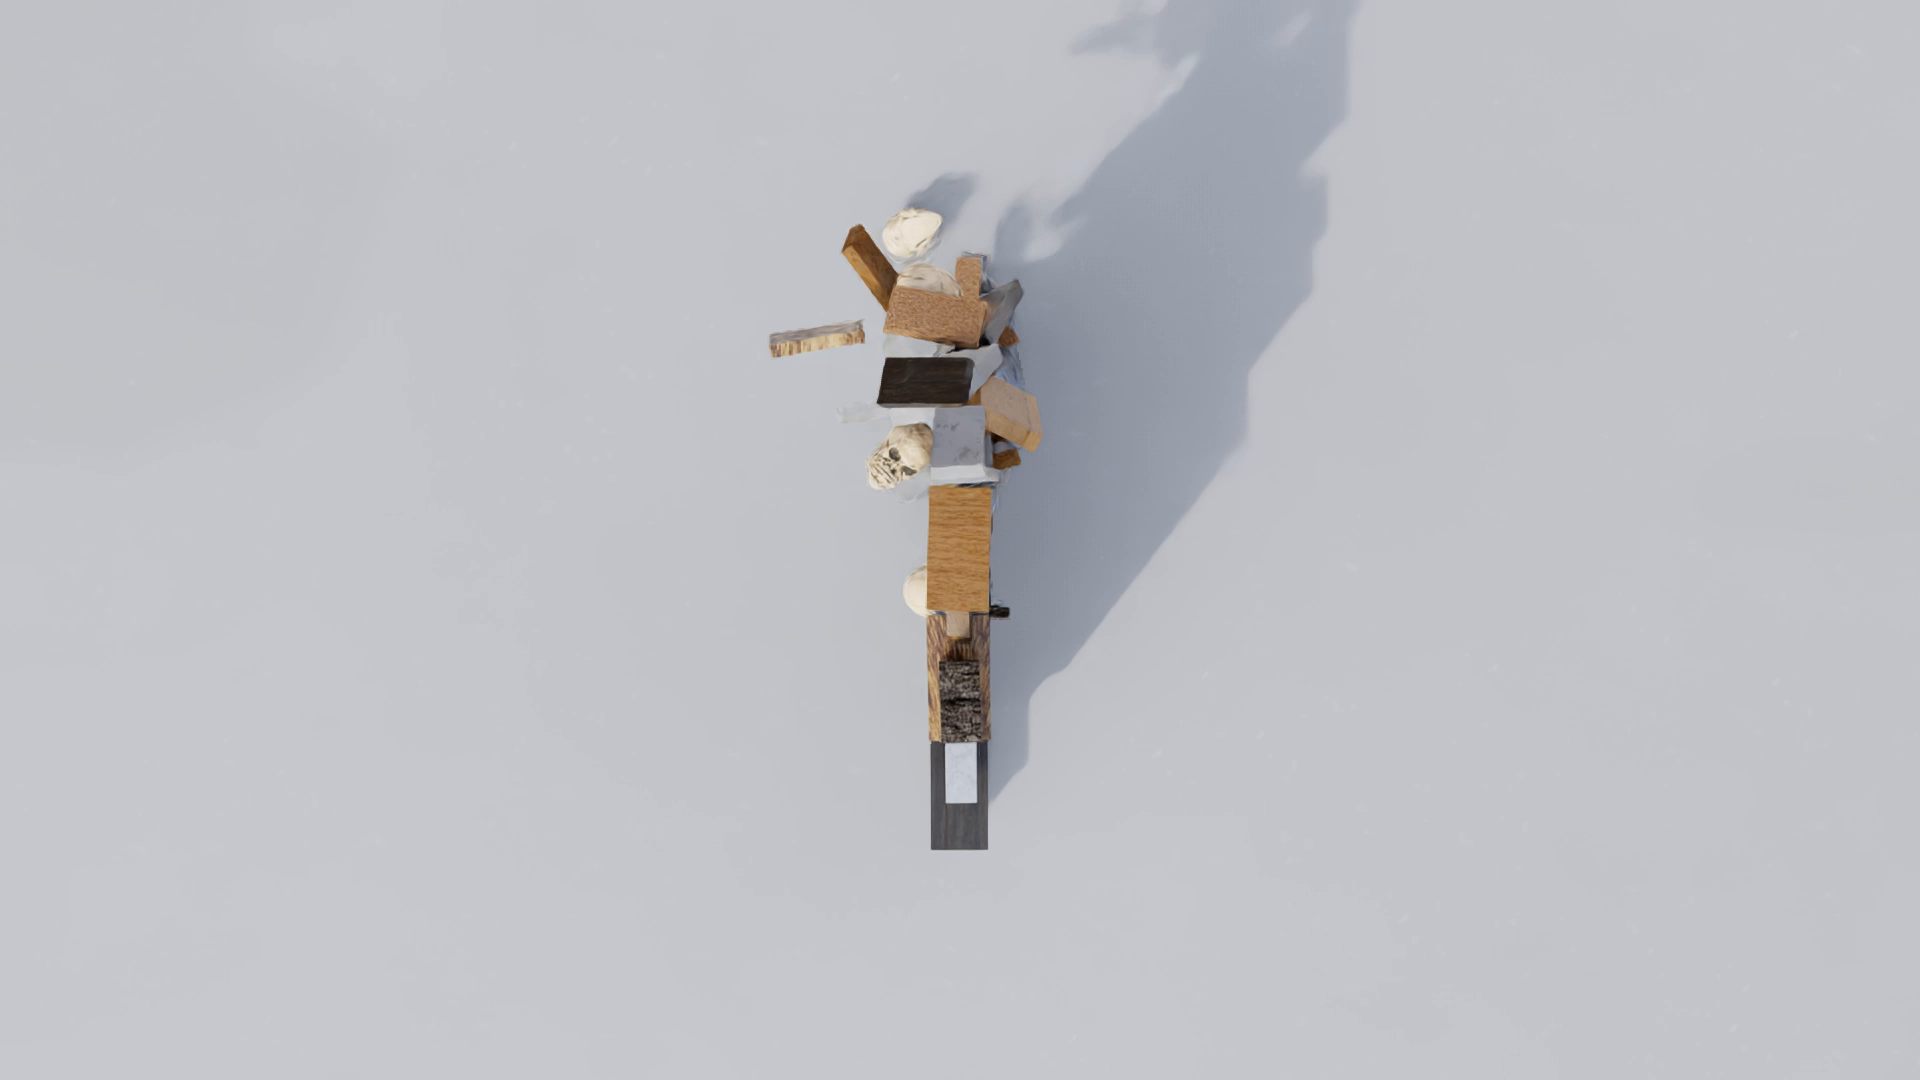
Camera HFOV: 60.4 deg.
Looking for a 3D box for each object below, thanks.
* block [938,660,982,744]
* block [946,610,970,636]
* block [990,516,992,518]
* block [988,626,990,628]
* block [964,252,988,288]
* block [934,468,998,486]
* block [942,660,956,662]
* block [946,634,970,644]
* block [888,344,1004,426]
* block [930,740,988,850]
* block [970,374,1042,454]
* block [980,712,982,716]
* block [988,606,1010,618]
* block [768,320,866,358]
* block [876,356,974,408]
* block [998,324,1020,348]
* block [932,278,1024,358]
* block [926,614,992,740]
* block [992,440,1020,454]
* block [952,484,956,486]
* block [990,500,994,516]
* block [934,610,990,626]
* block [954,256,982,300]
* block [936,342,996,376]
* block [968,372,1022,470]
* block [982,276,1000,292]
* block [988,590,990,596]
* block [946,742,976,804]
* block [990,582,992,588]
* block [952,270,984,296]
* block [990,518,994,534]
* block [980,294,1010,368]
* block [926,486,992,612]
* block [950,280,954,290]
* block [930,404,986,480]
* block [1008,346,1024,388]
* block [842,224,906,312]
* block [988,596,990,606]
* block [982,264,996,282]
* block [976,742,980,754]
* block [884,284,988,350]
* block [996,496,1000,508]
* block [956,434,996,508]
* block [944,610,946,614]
[{"bbox_3d":[0.001,0.389,3.963,0.097,0.028,0.194,-2,90,1],"label":"block"},{"bbox_3d":[-0.004,0.195,4.089,0.057,0.016,0.113,0,134,1],"label":"block"},{"bbox_3d":[0.008,0.045,4.237,0.136,0.039,0.273,2,91,2],"label":"block"},{"bbox_3d":[-0.003,0.240,4.375,0.158,0.316,0.045,-2,92,0],"label":"block"},{"bbox_3d":[0.033,-0.847,5.325,0.080,0.023,0.159,12,79,11],"label":"block"},{"bbox_3d":[0.019,-0.156,4.068,0.122,0.433,0.035,-3,92,5],"label":"block"},{"bbox_3d":[0.000,0.320,4.074,0.097,0.194,0.028,-3,91,0],"label":"block"},{"bbox_3d":[-0.004,0.213,4.131,0.057,0.016,0.113,1,127,1],"label":"block"},{"bbox_3d":[-0.034,-0.409,4.329,0.179,0.357,0.051,-8,115,28],"label":"block"},{"bbox_3d":[-0.002,0.664,4.355,0.151,0.043,0.302,0,90,0],"label":"block"},{"bbox_3d":[0.119,-0.344,4.335,0.179,0.357,0.051,26,108,-10],"label":"block"},{"bbox_3d":[0.004,0.451,4.074,0.097,0.194,0.028,-1,92,1],"label":"block"},{"bbox_3d":[0.100,0.217,4.998,0.095,0.191,0.027,5,90,0],"label":"block"},{"bbox_3d":[-0.374,-0.526,4.313,0.247,0.124,0.035,-10,110,-2],"label":"block"},{"bbox_3d":[-0.087,-0.396,4.159,0.245,0.035,0.122,3,76,30],"label":"block"},{"bbox_3d":[0.126,-0.658,5.201,0.060,0.148,0.017,-21,134,-17],"label":"block"},{"bbox_3d":[0.056,-0.627,4.819,0.179,0.671,0.051,-26,105,19],"label":"block"},{"bbox_3d":[-0.003,0.349,4.194,0.158,0.045,0.316,-1,90,1],"label":"block"},{"bbox_3d":[0.117,-0.251,4.409,0.096,0.193,0.027,-16,93,-8],"label":"block"},{"bbox_3d":[0.014,-0.185,4.853,0.129,0.037,0.258,2,90,-2],"label":"block"},{"bbox_3d":[0.008,-0.082,4.068,0.146,0.293,0.041,1,91,2],"label":"block"},{"bbox_3d":[0.005,0.219,4.555,0.149,0.042,0.299,-1,90,0],"label":"block"},{"bbox_3d":[0.025,-0.828,5.267,0.080,0.023,0.159,1,73,6],"label":"block"},{"bbox_3d":[0.013,-0.638,5.240,0.175,0.350,0.050,-5,132,-1],"label":"block"},{"bbox_3d":[0.056,-0.325,4.521,0.143,0.041,0.286,-17,92,-10],"label":"block"},{"bbox_3d":[0.118,-0.827,5.474,0.104,0.052,0.015,42,55,0],"label":"block"},{"bbox_3d":[0.000,0.112,4.073,0.146,0.293,0.041,2,92,2],"label":"block"},{"bbox_3d":[0.002,0.563,4.012,0.075,0.021,0.150,-1,91,0],"label":"block"},{"bbox_3d":[0.050,0.125,5.001,0.093,0.186,0.026,26,90,0],"label":"block"},{"bbox_3d":[0.020,-0.802,5.293,0.080,0.023,0.159,9,80,10],"label":"block"},{"bbox_3d":[0.019,-0.043,4.465,0.136,0.422,0.039,2,89,2],"label":"block"},{"bbox_3d":[0.038,-0.669,5.346,0.175,0.350,0.050,-10,133,-6],"label":"block"},{"bbox_3d":[-0.002,0.020,3.903,0.146,0.041,0.293,1,91,2],"label":"block"},{"bbox_3d":[0.005,-0.827,5.458,0.052,0.015,0.104,-17,47,-2],"label":"block"},{"bbox_3d":[-0.002,-0.232,3.896,0.122,0.245,0.035,-4,128,5],"label":"block"},{"bbox_3d":[0.173,-0.532,5.075,0.017,0.060,0.120,-13,58,2],"label":"block"},{"bbox_3d":[-0.222,-0.718,4.442,0.035,0.124,0.247,-23,121,26],"label":"block"},{"bbox_3d":[0.005,0.262,5.119,0.178,0.050,0.356,0,90,0],"label":"block"},{"bbox_3d":[0.063,-0.898,5.493,0.104,0.015,0.052,23,90,0],"label":"block"},{"bbox_3d":[0.010,0.510,4.097,0.075,0.150,0.021,-2,91,0],"label":"block"},{"bbox_3d":[-0.063,-0.576,4.267,0.247,0.035,0.124,11,70,2],"label":"block"},{"bbox_3d":[0.043,-0.102,4.516,0.096,0.397,0.027,5,89,-3],"label":"block"},{"bbox_3d":[0.039,-0.176,4.297,0.096,0.027,0.193,-3,90,5],"label":"block"},{"bbox_3d":[-0.009,0.160,4.121,0.057,0.113,0.016,2,70,-1],"label":"block"}]
